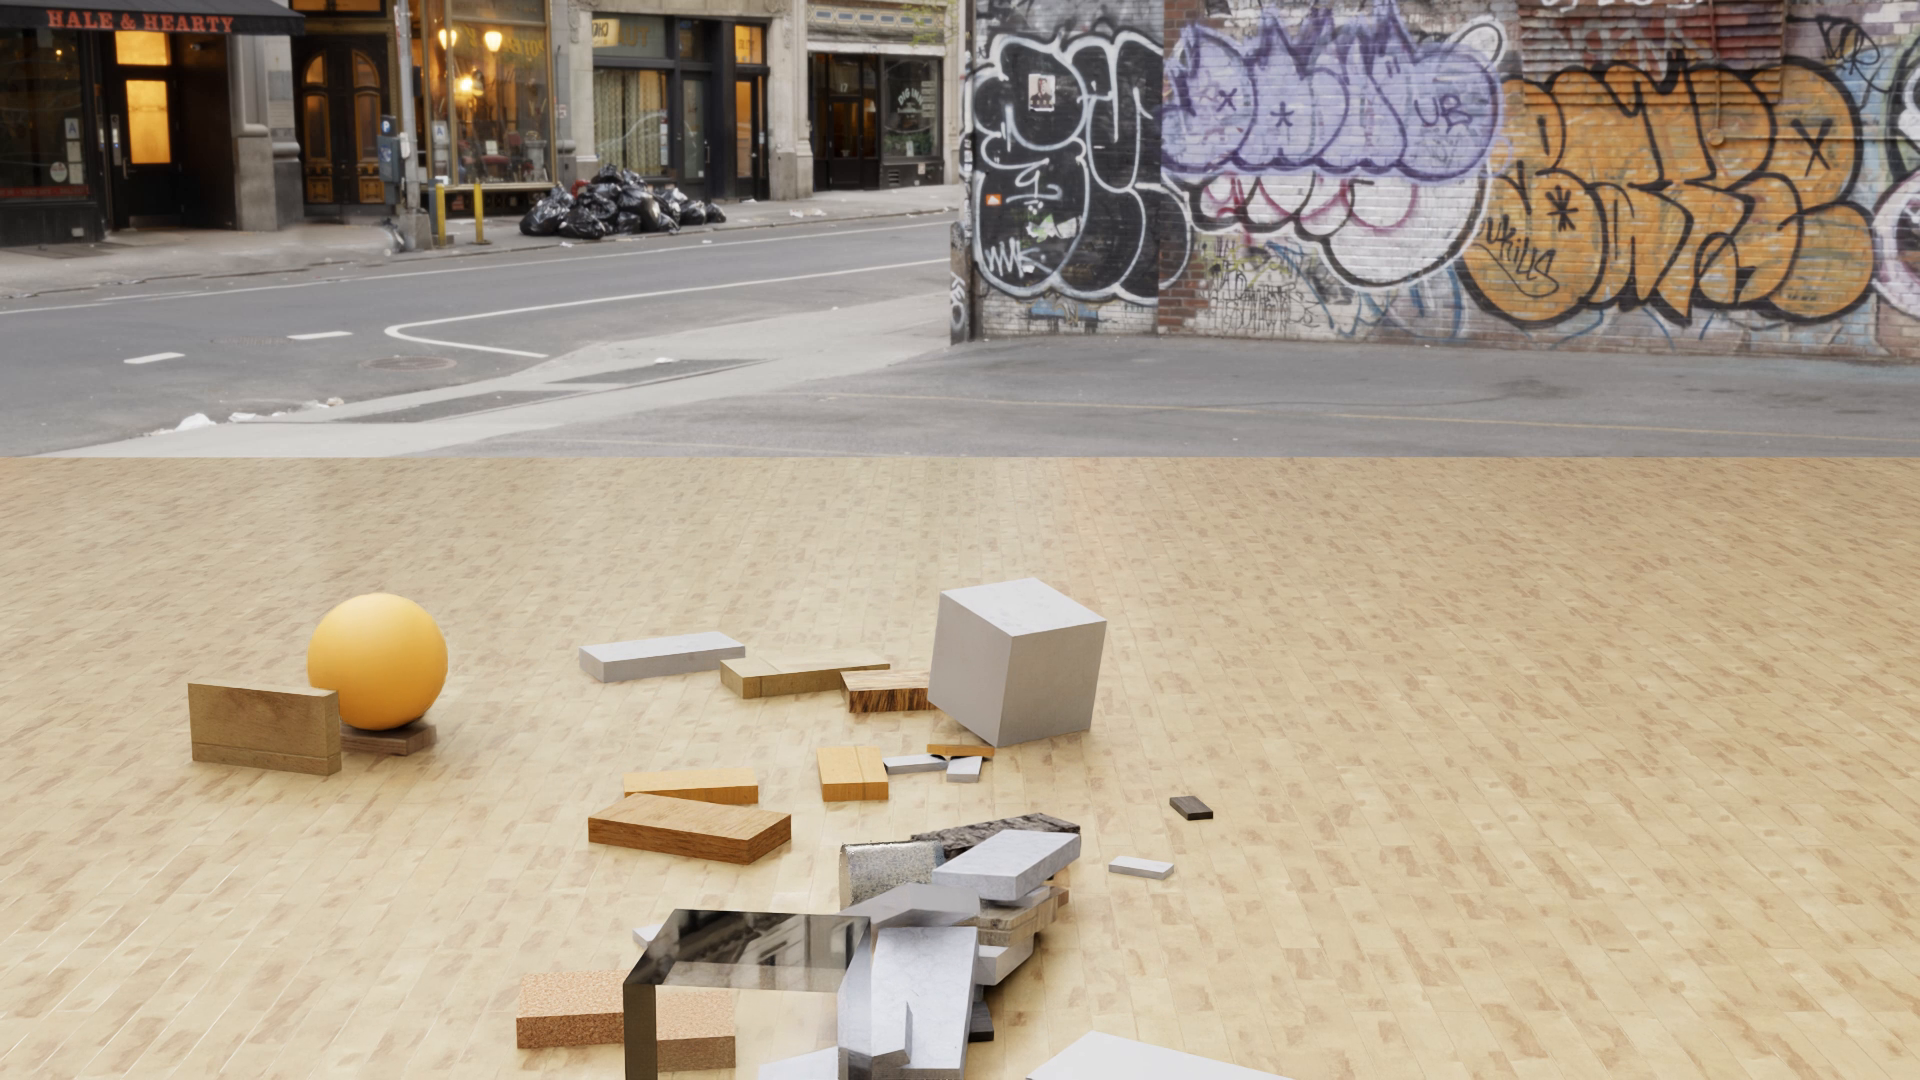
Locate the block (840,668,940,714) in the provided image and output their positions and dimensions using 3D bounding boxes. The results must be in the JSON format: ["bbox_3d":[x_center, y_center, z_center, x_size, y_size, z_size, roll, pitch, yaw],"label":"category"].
[{"bbox_3d":[-0.012,0.331,4.929,0.495,0.050,0.176,-2,11,-9],"label":"block"}]

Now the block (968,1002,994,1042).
[{"bbox_3d":[-0.020,0.680,3.087,0.126,0.018,0.063,-2,28,-10],"label":"block"}]

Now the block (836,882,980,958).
[{"bbox_3d":[-0.109,0.557,3.197,0.132,0.037,0.265,13,-31,-41],"label":"block"}]

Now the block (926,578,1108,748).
[{"bbox_3d":[0.118,0.255,4.657,0.252,0.252,0.252,-8,25,-36],"label":"block"}]

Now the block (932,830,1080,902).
[{"bbox_3d":[0.079,0.515,3.501,0.132,0.037,0.406,1,2,17],"label":"block"}]

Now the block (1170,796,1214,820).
[{"bbox_3d":[0.432,0.501,4.110,0.050,0.014,0.101,-3,11,-14],"label":"block"}]

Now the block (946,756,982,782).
[{"bbox_3d":[0.009,0.454,4.355,0.062,0.018,0.124,1,11,4],"label":"block"}]

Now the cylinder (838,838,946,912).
[{"bbox_3d":[-0.106,0.551,3.466,0.150,0.150,0.150,-2,11,-11],"label":"cylinder"}]

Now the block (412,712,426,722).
[{"bbox_3d":[-1.262,0.289,4.774,0.186,0.186,0.186,0,10,-2],"label":"block"}]

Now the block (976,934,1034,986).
[{"bbox_3d":[0.014,0.612,3.270,0.140,0.040,0.280,2,-1,13],"label":"block"}]

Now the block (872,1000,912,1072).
[{"bbox_3d":[-0.157,0.674,2.918,0.187,0.027,0.094,-16,28,9],"label":"block"}]

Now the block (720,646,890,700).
[{"bbox_3d":[-0.357,0.305,5.067,0.353,0.050,0.176,-4,11,-22],"label":"block"}]

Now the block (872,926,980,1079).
[{"bbox_3d":[-0.056,0.639,3.017,0.140,0.040,0.280,-2,31,7],"label":"block"}]

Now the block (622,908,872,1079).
[{"bbox_3d":[-0.257,0.631,2.740,0.258,0.258,0.258,1,11,6],"label":"block"}]

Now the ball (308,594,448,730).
[{"bbox_3d":[-1.198,0.250,4.532,0.282,0.282,0.282,0,11,0],"label":"ball"}]

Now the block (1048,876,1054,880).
[{"bbox_3d":[0.093,0.540,3.644,0.078,0.022,0.156,0,2,-17],"label":"block"}]

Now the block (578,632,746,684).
[{"bbox_3d":[-0.707,0.276,5.222,0.353,0.050,0.176,-6,12,-28],"label":"block"}]

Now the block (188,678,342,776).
[{"bbox_3d":[-1.391,0.372,4.397,0.324,0.162,0.046,4,11,20],"label":"block"}]

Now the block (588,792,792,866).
[{"bbox_3d":[-0.484,0.516,3.942,0.324,0.046,0.162,5,11,23],"label":"block"}]

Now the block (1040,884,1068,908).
[{"bbox_3d":[0.102,0.594,3.585,0.078,0.022,0.156,8,13,35],"label":"block"}]

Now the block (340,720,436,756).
[{"bbox_3d":[-1.229,0.406,4.561,0.249,0.035,0.125,3,11,15],"label":"block"}]

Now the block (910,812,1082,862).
[{"bbox_3d":[0.063,0.522,3.816,0.265,0.037,0.132,-6,7,-30],"label":"block"}]

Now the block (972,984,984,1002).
[{"bbox_3d":[-0.001,0.670,3.190,0.063,0.018,0.126,1,11,5],"label":"block"}]

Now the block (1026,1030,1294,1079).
[{"bbox_3d":[0.282,0.721,2.824,0.355,0.050,0.178,7,12,31],"label":"block"}]

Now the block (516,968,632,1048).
[{"bbox_3d":[-0.464,0.664,3.144,0.324,0.046,0.162,-1,11,-8],"label":"block"}]

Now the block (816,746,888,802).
[{"bbox_3d":[-0.212,0.455,4.298,0.125,0.035,0.249,-1,11,-6],"label":"block"}]

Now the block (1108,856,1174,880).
[{"bbox_3d":[0.312,0.563,3.776,0.101,0.014,0.050,5,12,26],"label":"block"}]

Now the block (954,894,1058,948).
[{"bbox_3d":[0.047,0.575,3.358,0.140,0.040,0.280,2,-1,17],"label":"block"}]

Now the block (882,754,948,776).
[{"bbox_3d":[-0.092,0.447,4.390,0.124,0.018,0.062,-3,11,-17],"label":"block"}]

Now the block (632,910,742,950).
[{"bbox_3d":[-0.420,0.617,3.478,0.183,0.017,0.060,-6,12,-29],"label":"block"}]

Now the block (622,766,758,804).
[{"bbox_3d":[-0.515,0.474,4.199,0.249,0.035,0.125,-2,11,-10],"label":"block"}]

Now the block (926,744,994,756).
[{"bbox_3d":[0.001,0.424,4.434,0.124,0.018,0.062,5,-2,-37],"label":"block"}]

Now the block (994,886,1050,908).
[{"bbox_3d":[0.097,0.549,3.399,0.060,0.017,0.121,2,-1,15],"label":"block"}]
